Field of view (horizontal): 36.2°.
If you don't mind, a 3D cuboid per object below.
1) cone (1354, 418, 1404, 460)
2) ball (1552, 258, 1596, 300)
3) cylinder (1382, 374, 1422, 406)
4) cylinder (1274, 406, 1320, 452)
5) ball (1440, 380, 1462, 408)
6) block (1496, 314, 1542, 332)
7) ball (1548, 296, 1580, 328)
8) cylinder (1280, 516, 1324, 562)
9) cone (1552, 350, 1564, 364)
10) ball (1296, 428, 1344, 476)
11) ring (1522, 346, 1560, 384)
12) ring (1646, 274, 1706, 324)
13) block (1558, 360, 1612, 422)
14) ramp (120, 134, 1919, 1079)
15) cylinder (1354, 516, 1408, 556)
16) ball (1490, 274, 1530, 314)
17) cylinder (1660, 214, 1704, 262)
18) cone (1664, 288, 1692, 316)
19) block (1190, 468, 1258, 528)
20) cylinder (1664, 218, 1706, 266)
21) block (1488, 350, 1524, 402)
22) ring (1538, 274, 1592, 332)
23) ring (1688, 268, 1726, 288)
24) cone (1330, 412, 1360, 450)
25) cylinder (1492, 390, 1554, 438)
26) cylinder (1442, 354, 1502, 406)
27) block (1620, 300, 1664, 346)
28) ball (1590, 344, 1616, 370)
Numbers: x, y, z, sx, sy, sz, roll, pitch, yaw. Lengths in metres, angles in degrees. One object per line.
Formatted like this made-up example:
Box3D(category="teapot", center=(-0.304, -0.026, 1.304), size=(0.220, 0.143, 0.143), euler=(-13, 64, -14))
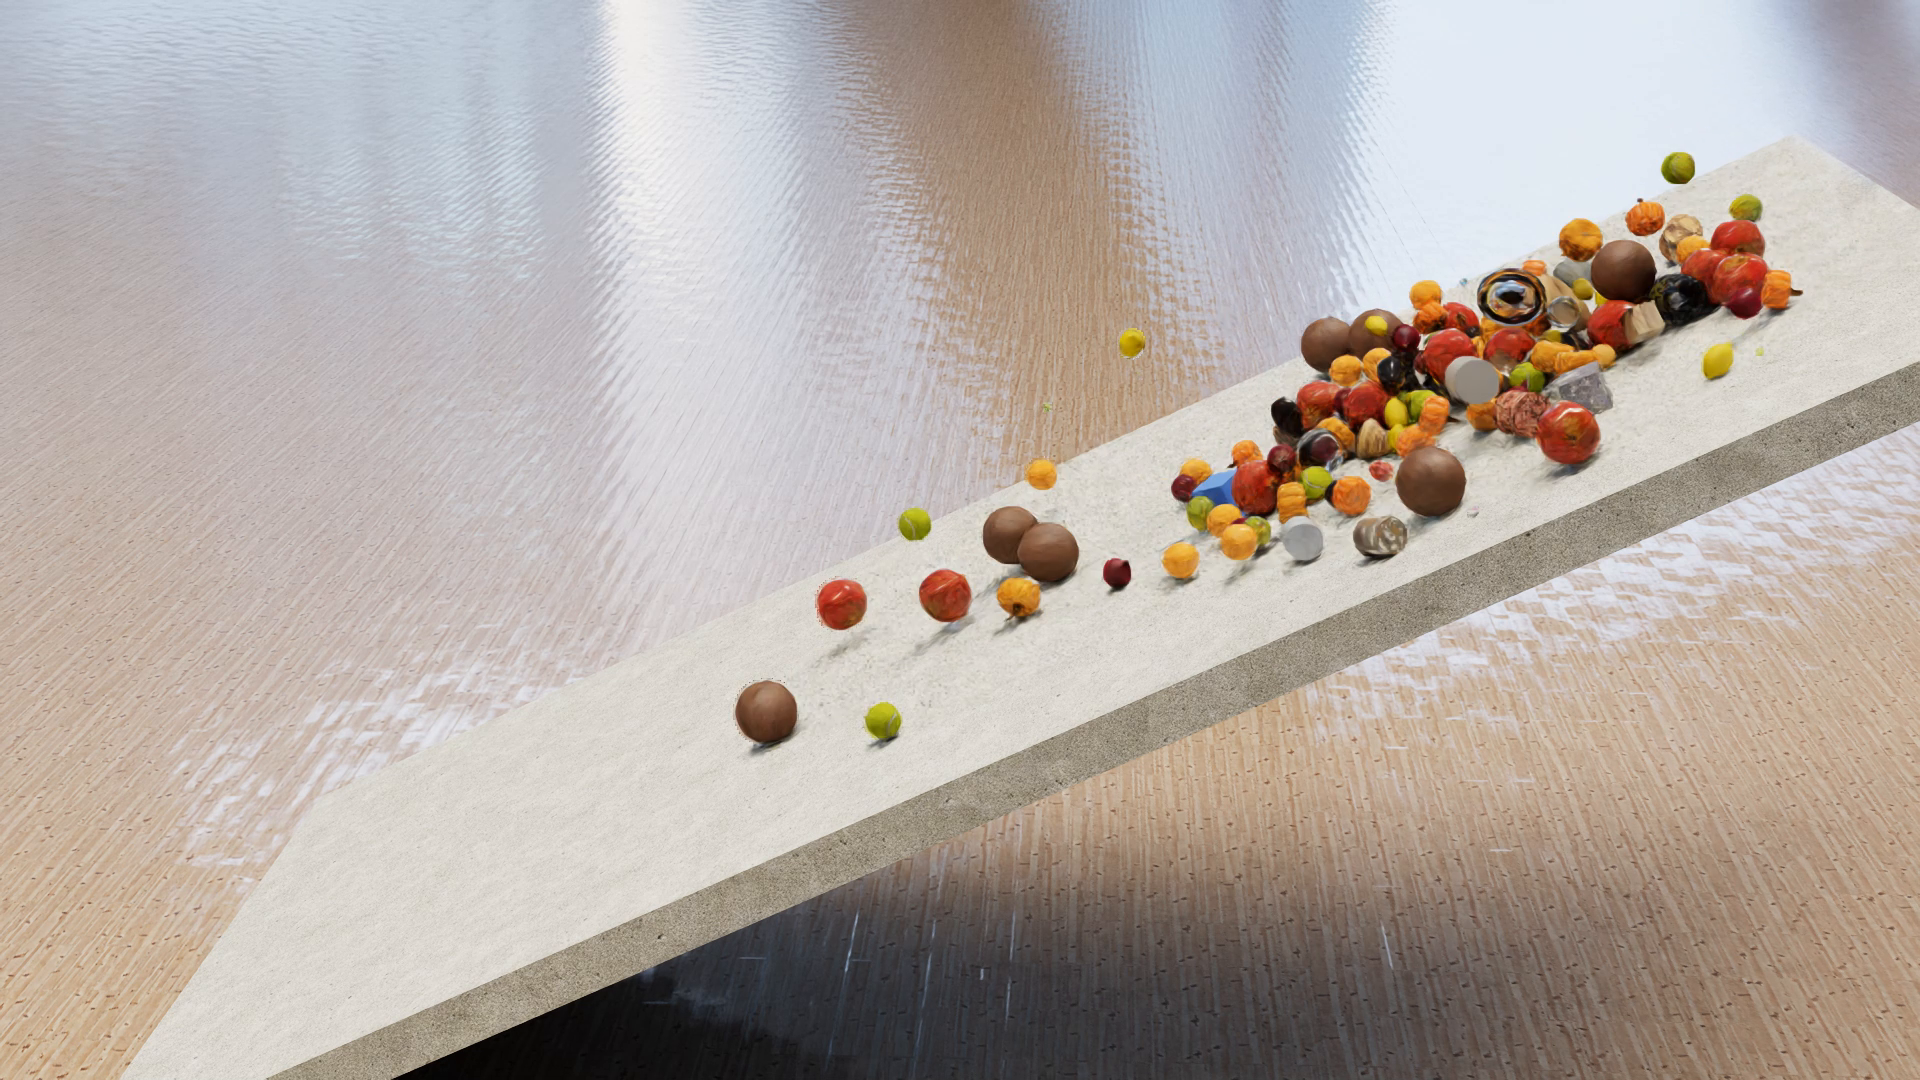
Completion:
Box3D(category="cone", center=(0.865, -0.192, 5.976), size=(0.090, 0.090, 0.090), euler=(19, 24, 34))
Box3D(category="ball", center=(1.292, -0.549, 6.189), size=(0.091, 0.091, 0.091), euler=(0, 16, 0))
Box3D(category="cylinder", center=(0.939, -0.319, 6.251), size=(0.057, 0.057, 0.057), euler=(-12, 20, -33))
Box3D(category="cylinder", center=(0.726, -0.239, 6.343), size=(0.073, 0.073, 0.073), euler=(14, 39, 41))
Box3D(category="ball", center=(1.023, -0.311, 6.041), size=(0.077, 0.077, 0.077), euler=(0, 16, 0))
Box3D(category="block", center=(1.214, -0.511, 6.456), size=(0.077, 0.077, 0.077), euler=(-28, 13, -6))
Box3D(category="ball", center=(1.225, -0.462, 5.969), size=(0.066, 0.066, 0.066), euler=(0, 16, 0))
Box3D(category="cylinder", center=(0.647, -0.003, 5.567), size=(0.073, 0.073, 0.073), euler=(0, 11, -1))
Box3D(category="cone", center=(1.188, -0.347, 5.931), size=(0.051, 0.051, 0.051), euler=(6, 57, 21))
Box3D(category="ball", center=(0.730, -0.178, 5.960), size=(0.097, 0.097, 0.097), euler=(0, 16, 0))
Box3D(category="ring", center=(1.166, -0.350, 5.900), size=(0.080, 0.080, 0.027), euler=(12, 22, 35))
Box3D(category="ring", center=(1.428, -0.482, 5.861), size=(0.116, 0.116, 0.039), euler=(3, 43, 10))
Box3D(category="block", center=(1.194, -0.283, 5.616), size=(0.078, 0.078, 0.078), euler=(-22, 14, 19))
Box3D(category="ramp", center=(0.136, 0.169, 6.282), size=(4.000, 0.100, 2.000), euler=(-24, 13, 9))
Box3D(category="cylinder", center=(0.769, -0.006, 5.380), size=(0.070, 0.070, 0.070), euler=(-10, 3, -32))
Box3D(category="ball", center=(1.189, -0.534, 6.358), size=(0.086, 0.086, 0.086), euler=(0, 16, 0))
Box3D(category="cylinder", center=(1.553, -0.650, 6.333), size=(0.082, 0.082, 0.082), euler=(6, 26, 20))
Box3D(category="cone", center=(1.443, -0.470, 5.969), size=(0.061, 0.061, 0.061), euler=(-4, -20, -15))
Box3D(category="block", center=(0.547, -0.087, 6.078), size=(0.084, 0.084, 0.084), euler=(-12, 19, 46))
Box3D(category="cylinder", center=(1.530, -0.628, 6.208), size=(0.070, 0.070, 0.070), euler=(-16, 42, 16))
Box3D(category="block", center=(1.089, -0.329, 5.945), size=(0.069, 0.069, 0.069), euler=(35, 41, 10))
Box3D(category="ring", center=(1.247, -0.492, 6.102), size=(0.149, 0.050, 0.149), euler=(34, 24, -17))
Box3D(category="ring", center=(1.523, -0.535, 6.009), size=(0.083, 0.028, 0.083), euler=(-3, -8, 0))
Box3D(category="cone", center=(0.825, -0.219, 6.152), size=(0.092, 0.092, 0.092), euler=(8, 18, 18))
Box3D(category="cylinder", center=(1.082, -0.242, 5.652), size=(0.085, 0.085, 0.085), euler=(-5, 8, -18))
Box3D(category="cylinder", center=(0.992, -0.310, 5.699), size=(0.087, 0.087, 0.087), euler=(-4, -5, -13))
Box3D(category="block", center=(1.337, -0.426, 5.766), size=(0.057, 0.057, 0.057), euler=(-17, -17, -10))
Box3D(category="ball", center=(1.275, -0.364, 5.832), size=(0.051, 0.051, 0.051), euler=(0, 16, 0))
